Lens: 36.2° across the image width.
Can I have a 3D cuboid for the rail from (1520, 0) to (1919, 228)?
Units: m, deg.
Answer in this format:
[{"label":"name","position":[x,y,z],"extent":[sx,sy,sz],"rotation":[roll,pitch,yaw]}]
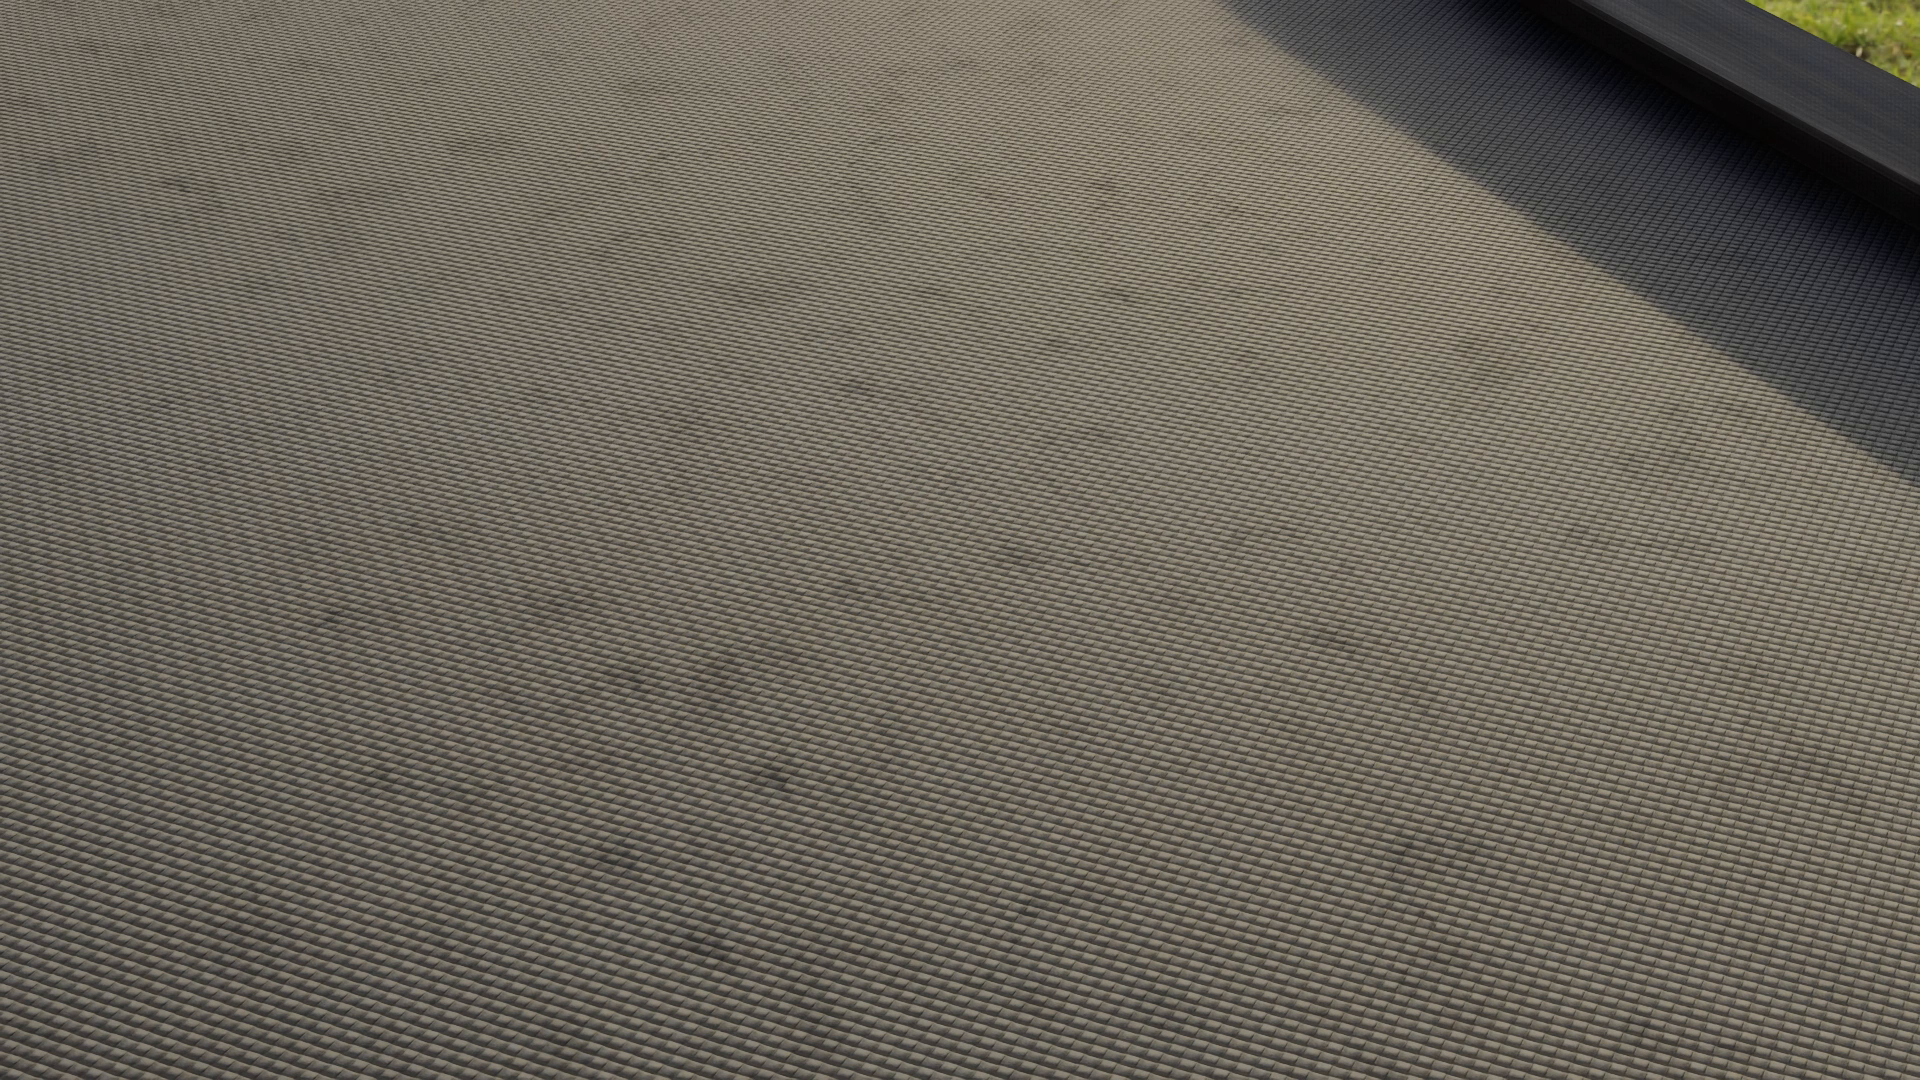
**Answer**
[{"label":"rail","position":[0.593,-0.553,2.900],"extent":[0.045,0.114,3.559],"rotation":[-9,29,-17]}]
